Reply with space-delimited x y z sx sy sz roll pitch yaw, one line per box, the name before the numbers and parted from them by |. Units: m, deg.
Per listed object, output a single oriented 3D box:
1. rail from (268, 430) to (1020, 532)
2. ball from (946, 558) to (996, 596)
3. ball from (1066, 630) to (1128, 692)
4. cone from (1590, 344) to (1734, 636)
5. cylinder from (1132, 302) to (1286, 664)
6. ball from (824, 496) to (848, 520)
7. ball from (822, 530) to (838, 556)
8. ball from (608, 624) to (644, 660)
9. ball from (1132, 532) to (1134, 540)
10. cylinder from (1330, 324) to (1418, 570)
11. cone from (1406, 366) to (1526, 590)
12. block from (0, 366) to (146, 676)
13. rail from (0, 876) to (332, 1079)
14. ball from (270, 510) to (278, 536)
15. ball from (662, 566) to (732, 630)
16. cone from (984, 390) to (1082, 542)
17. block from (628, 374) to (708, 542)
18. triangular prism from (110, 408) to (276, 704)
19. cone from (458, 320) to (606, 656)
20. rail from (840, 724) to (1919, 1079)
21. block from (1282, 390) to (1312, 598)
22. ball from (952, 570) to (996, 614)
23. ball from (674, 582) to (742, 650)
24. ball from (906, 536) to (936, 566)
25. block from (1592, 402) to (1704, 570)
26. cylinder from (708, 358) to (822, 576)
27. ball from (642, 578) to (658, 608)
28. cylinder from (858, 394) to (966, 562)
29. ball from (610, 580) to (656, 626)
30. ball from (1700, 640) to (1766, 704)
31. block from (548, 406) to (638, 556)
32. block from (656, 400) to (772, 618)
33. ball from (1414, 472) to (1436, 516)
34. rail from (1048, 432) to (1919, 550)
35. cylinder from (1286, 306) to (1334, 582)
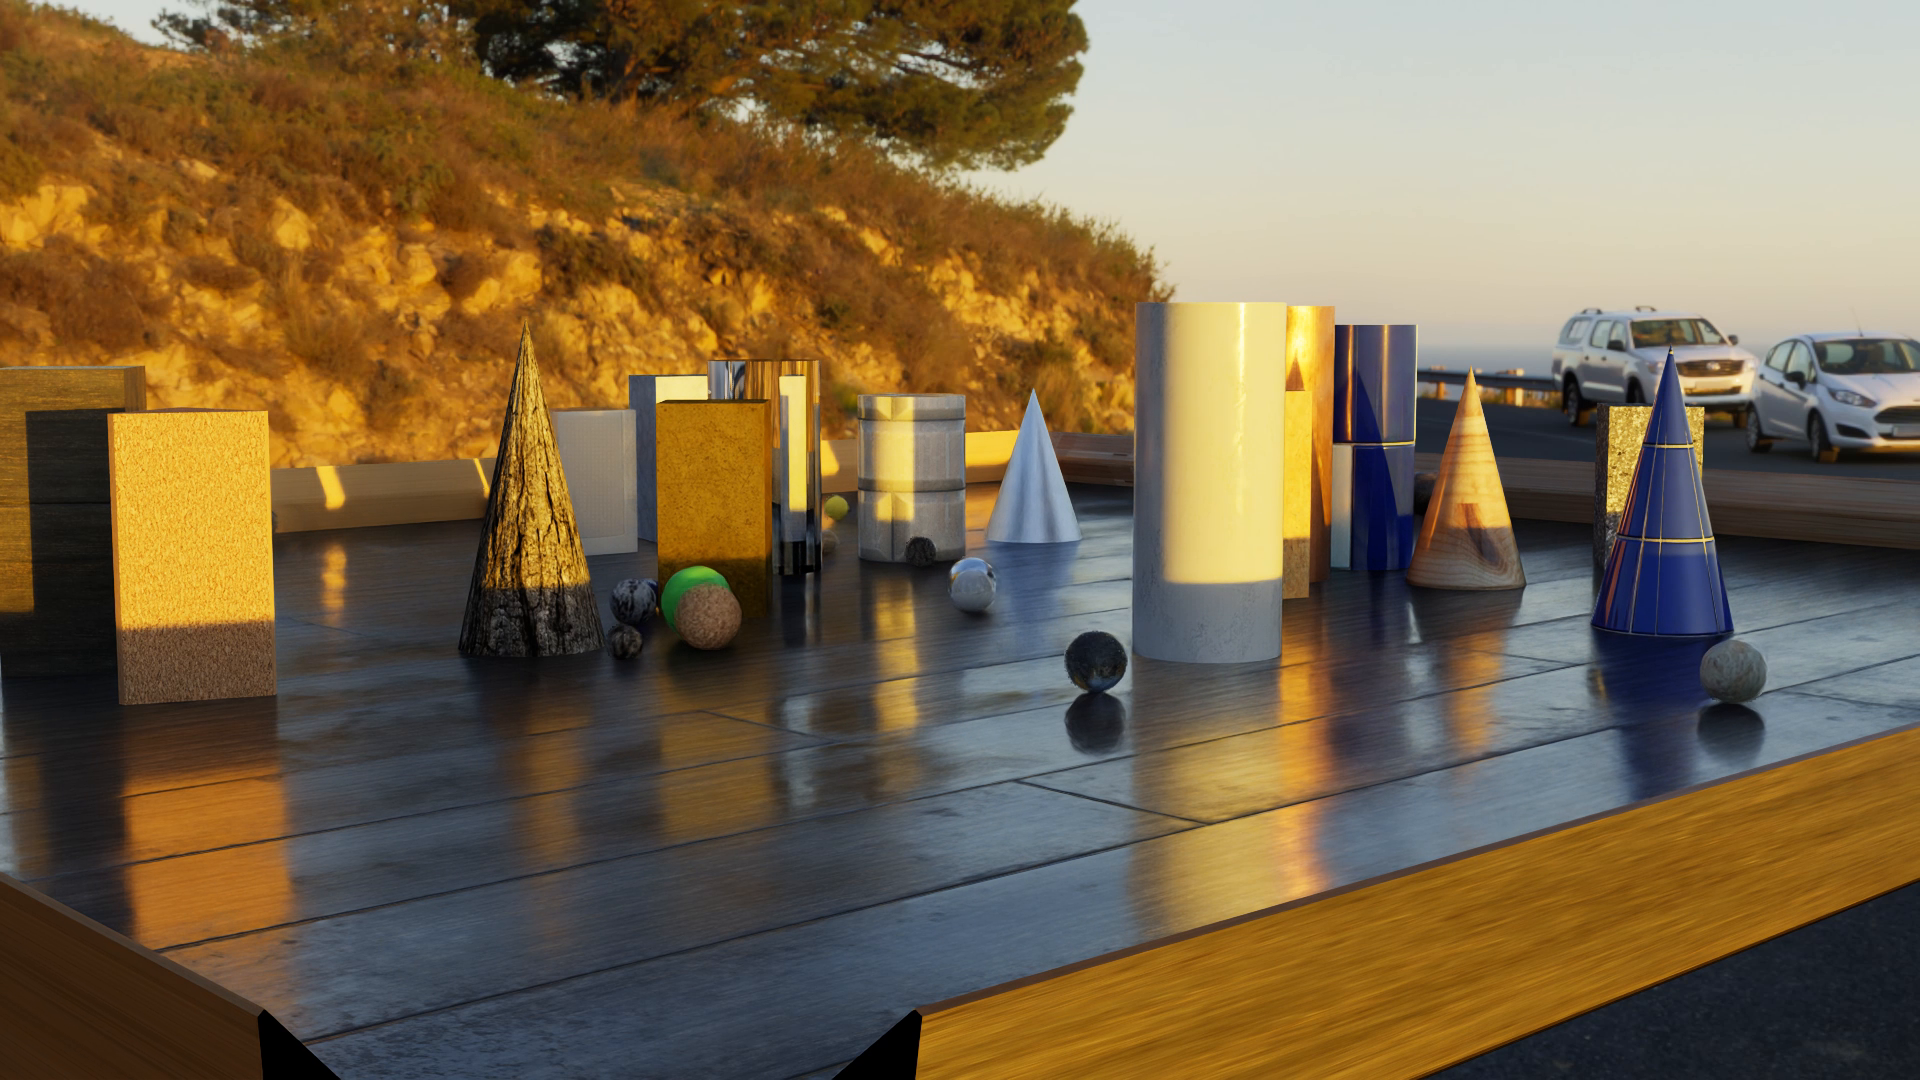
rail | -1.142 -0.096 4.562 3.641 0.126 0.045 -6 8 -42
ball | 0.017 0.063 3.296 0.075 0.075 0.075 0 6 0
ball | 0.159 0.141 2.567 0.072 0.072 0.072 0 6 0
cone | 0.987 -0.076 3.074 0.194 0.397 0.194 0 6 0
cylinder | 0.322 -0.080 2.847 0.194 0.453 0.194 0 6 0
ball | -0.261 -0.067 4.651 0.051 0.051 0.051 0 6 0
ball | -0.243 0.005 3.984 0.047 0.047 0.047 0 6 0
ball | -0.426 0.131 2.796 0.045 0.045 0.045 0 6 0
ball | 0.345 -0.008 4.138 0.040 0.040 0.040 0 6 0
cylinder | 0.696 -0.166 3.839 0.194 0.418 0.194 0 6 0
cone | 0.826 -0.107 3.576 0.194 0.355 0.194 0 6 0
block | -1.103 -0.028 2.742 0.155 0.373 0.155 -1 6 -11
rail | -1.321 0.160 2.120 0.045 0.126 3.414 -6 8 -42
ball | -1.366 -0.034 4.316 0.055 0.055 0.055 0 6 0
ball | -0.358 0.084 2.996 0.097 0.097 0.097 0 6 0
cone | 0.143 -0.150 4.286 0.194 0.293 0.194 0 6 0
block | -0.545 -0.163 4.294 0.155 0.316 0.155 -3 7 -28
triangular prism | -0.899 0.012 2.567 0.168 0.328 0.145 -3 7 -23
cone | -0.568 -0.076 2.900 0.194 0.434 0.194 0 6 0
rail | 1.142 0.162 2.102 3.641 0.126 0.045 -6 8 -42
block | 0.437 -0.074 3.430 0.155 0.319 0.155 -3 7 -27
ball | 0.020 0.076 3.228 0.065 0.065 0.065 0 6 0
ball | -0.331 0.100 2.886 0.088 0.088 0.088 0 6 0
ball | -0.067 0.020 3.817 0.052 0.052 0.052 0 6 0
block | 1.196 -0.095 3.829 0.155 0.279 0.155 1 6 8
cylinder | -0.334 -0.128 3.767 0.194 0.358 0.194 0 6 0
ball | -0.463 0.081 3.250 0.049 0.049 0.049 0 6 0
cylinder | -0.087 -0.115 3.958 0.194 0.291 0.194 0 6 0
ball | -0.461 0.088 3.103 0.066 0.066 0.066 0 6 0
ball | 0.877 0.149 2.493 0.072 0.072 0.072 0 6 0
block | -0.702 -0.110 4.053 0.155 0.262 0.155 -4 7 -36
block | -0.361 -0.050 3.249 0.155 0.310 0.155 0 6 -1
ball | 1.005 -0.101 4.765 0.095 0.095 0.095 0 6 0
rail | 1.321 -0.094 4.544 0.045 0.126 3.414 -6 8 -42
cylinder | 0.521 -0.163 3.655 0.194 0.449 0.194 0 6 0
